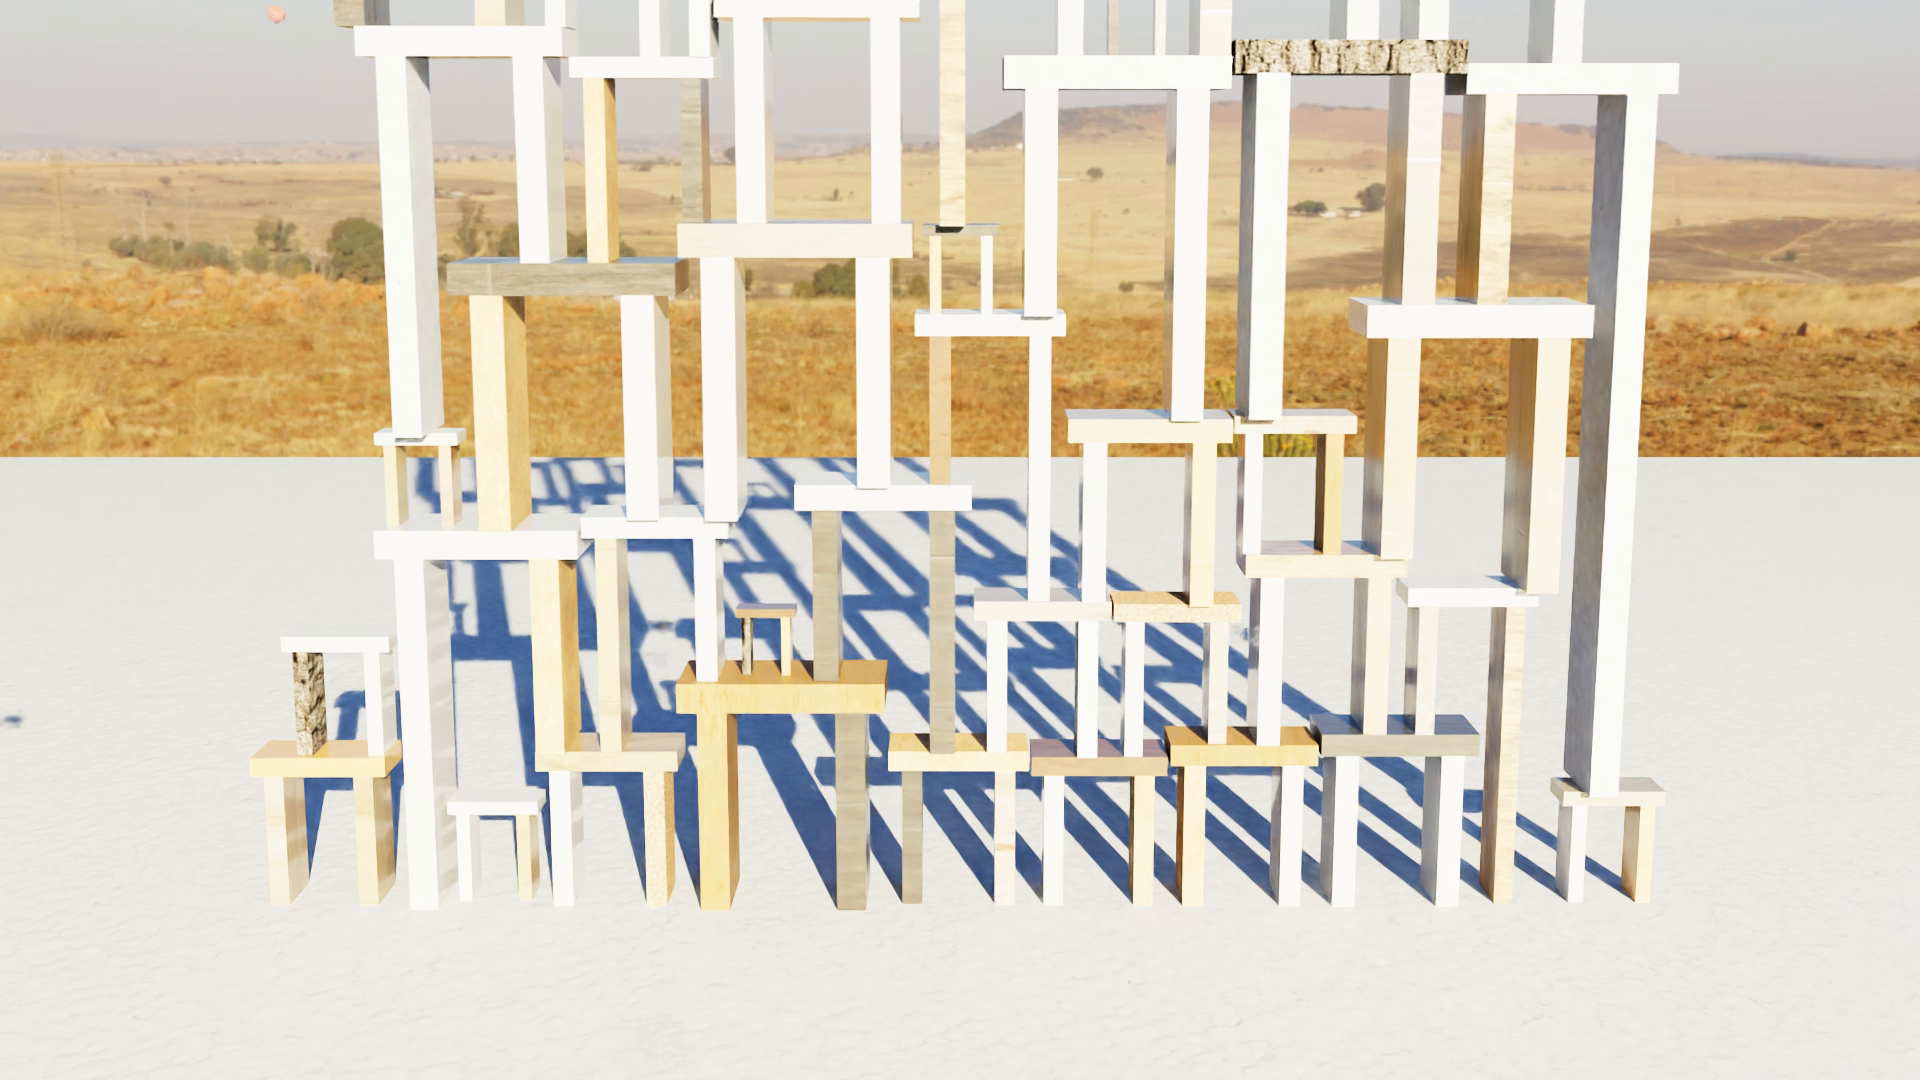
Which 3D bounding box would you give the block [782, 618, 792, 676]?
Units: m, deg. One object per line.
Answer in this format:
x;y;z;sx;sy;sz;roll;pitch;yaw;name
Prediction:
-0.283;0.169;3.592;0.014;0.096;0.048;0;11;0;block

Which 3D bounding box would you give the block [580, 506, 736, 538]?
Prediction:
-0.485;-0.030;3.551;0.234;0.033;0.117;0;11;0;block

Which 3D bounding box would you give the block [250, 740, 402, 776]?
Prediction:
-1.044;0.360;3.625;0.219;0.031;0.109;0;11;0;block

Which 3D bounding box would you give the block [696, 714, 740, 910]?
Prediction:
-0.399;0.426;3.639;0.047;0.333;0.167;0;11;0;block

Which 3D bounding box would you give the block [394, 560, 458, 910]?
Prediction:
-0.875;0.303;3.619;0.046;0.583;0.161;0;11;0;block

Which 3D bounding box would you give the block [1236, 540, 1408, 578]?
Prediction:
0.585;0.030;3.570;0.258;0.037;0.129;0;11;0;block

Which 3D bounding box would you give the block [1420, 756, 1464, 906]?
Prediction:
0.799;0.464;3.646;0.036;0.256;0.128;0;11;0;block

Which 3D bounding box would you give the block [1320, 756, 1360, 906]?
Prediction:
0.628;0.464;3.646;0.036;0.256;0.128;0;11;0;block

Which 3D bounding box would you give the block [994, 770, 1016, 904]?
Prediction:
0.074;0.477;3.653;0.032;0.228;0.114;0;11;0;block

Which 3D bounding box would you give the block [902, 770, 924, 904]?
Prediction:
-0.078;0.477;3.653;0.032;0.228;0.114;0;11;0;block

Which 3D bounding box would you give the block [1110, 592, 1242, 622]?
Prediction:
0.349;0.108;3.579;0.203;0.029;0.102;0;11;0;block

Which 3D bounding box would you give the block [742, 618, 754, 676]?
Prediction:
-0.347;0.169;3.592;0.014;0.096;0.048;0;11;0;block

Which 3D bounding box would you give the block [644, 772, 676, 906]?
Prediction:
-0.497;0.478;3.645;0.033;0.230;0.115;0;11;0;block

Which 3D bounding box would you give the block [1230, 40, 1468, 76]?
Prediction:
0.594;-0.749;3.420;0.352;0.050;0.176;0;11;0;block

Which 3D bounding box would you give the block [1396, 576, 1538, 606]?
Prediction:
0.823;0.083;3.577;0.209;0.030;0.104;0;11;0;block

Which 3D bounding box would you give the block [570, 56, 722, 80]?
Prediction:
-0.488;-0.735;3.425;0.221;0.031;0.110;0;11;1;block

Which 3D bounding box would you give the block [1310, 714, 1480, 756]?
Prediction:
0.713;0.321;3.619;0.256;0.036;0.128;0;11;0;block

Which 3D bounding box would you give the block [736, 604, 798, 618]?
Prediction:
-0.315;0.115;3.582;0.096;0.014;0.048;0;11;0;block

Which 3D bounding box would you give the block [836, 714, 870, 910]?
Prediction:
-0.177;0.426;3.639;0.047;0.333;0.166;0;11;0;block

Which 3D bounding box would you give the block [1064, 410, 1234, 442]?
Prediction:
0.300;-0.183;3.520;0.258;0.037;0.129;0;11;0;block

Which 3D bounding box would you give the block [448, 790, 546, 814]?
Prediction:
-0.767;0.434;3.644;0.148;0.021;0.074;0;11;0;block

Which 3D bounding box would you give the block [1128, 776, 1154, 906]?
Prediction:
0.300;0.482;3.648;0.031;0.221;0.110;0;11;0;block

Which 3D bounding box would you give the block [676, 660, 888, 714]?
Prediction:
-0.288;0.239;3.605;0.333;0.047;0.167;0;11;0;block

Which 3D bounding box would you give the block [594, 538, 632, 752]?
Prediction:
-0.564;0.160;3.587;0.033;0.352;0.117;0;11;0;block

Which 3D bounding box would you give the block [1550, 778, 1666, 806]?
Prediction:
1.070;0.415;3.634;0.167;0.024;0.083;0;11;0;block

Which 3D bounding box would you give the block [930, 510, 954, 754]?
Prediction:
-0.028;0.137;3.589;0.040;0.400;0.140;0;11;0;block

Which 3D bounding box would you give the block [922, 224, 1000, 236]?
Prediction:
0.002;-0.489;3.468;0.121;0.017;0.060;0;11;0;block

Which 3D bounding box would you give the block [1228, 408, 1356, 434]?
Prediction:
0.531;-0.191;3.526;0.193;0.027;0.097;0;11;0;block

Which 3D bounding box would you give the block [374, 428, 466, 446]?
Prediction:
-0.865;-0.166;3.525;0.131;0.019;0.066;0;11;0;block

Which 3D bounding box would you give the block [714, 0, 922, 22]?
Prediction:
-0.217;-0.829;3.406;0.311;0.044;0.155;0;11;0;block

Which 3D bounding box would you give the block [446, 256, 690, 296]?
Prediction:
-0.617;-0.419;3.485;0.353;0.050;0.176;0;11;0;block

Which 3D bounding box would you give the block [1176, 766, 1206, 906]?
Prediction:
0.382;0.473;3.648;0.034;0.239;0.119;0;11;0;block

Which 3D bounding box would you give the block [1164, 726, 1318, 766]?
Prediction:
0.461;0.339;3.623;0.239;0.034;0.119;0;11;0;block

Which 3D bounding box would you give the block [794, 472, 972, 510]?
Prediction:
-0.122;-0.079;3.549;0.280;0.040;0.140;0;11;0;block

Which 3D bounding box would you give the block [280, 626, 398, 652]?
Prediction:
-1.009;0.161;3.593;0.174;0.025;0.087;0;11;0;block

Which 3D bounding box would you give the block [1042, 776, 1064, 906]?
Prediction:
0.153;0.482;3.648;0.031;0.221;0.110;0;11;0;block

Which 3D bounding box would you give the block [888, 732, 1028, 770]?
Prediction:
-0.002;0.349;3.629;0.228;0.032;0.114;0;11;0;block

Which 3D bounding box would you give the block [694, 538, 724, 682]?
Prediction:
-0.407;0.102;3.576;0.033;0.234;0.117;0;11;0;block

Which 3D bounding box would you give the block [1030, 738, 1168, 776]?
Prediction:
0.227;0.358;3.625;0.221;0.031;0.110;0;11;0;block

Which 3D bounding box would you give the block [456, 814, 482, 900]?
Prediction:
-0.817;0.517;3.660;0.021;0.148;0.074;0;11;0;block

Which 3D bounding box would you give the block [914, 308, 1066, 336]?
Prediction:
0.048;-0.346;3.496;0.236;0.033;0.118;0;11;0;block

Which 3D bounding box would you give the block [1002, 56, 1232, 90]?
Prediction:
0.240;-0.726;3.423;0.346;0.049;0.173;0;11;0;block

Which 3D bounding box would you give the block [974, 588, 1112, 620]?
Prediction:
0.133;0.104;3.575;0.220;0.031;0.110;0;11;0;block

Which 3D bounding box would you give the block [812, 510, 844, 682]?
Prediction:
-0.215;0.078;3.578;0.040;0.280;0.140;0;10;0;block

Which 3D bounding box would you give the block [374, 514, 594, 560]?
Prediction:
-0.768;-0.006;3.561;0.321;0.046;0.161;0;11;0;block

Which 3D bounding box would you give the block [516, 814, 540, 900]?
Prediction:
-0.718;0.517;3.660;0.021;0.148;0.074;0;11;0;block

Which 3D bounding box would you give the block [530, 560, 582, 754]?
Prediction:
-0.660;0.174;3.595;0.046;0.321;0.161;0;10;0;block

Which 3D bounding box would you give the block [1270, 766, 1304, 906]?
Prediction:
0.541;0.473;3.648;0.034;0.239;0.119;0;11;0;block

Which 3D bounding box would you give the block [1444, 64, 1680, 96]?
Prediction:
0.934;-0.718;3.431;0.321;0.046;0.161;0;11;0;block

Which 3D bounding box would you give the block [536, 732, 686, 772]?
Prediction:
-0.574;0.349;3.622;0.229;0.033;0.115;0;11;0;block

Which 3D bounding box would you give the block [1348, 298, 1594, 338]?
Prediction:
0.806;-0.354;3.490;0.349;0.049;0.175;0;11;0;block

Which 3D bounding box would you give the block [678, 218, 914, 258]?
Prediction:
-0.254;-0.477;3.470;0.360;0.051;0.180;0;11;0;block

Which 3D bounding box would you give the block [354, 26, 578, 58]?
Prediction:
-0.761;-0.771;3.412;0.313;0.044;0.157;0;11;0;block

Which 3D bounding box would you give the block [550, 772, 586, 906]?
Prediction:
-0.650;0.478;3.645;0.033;0.229;0.115;0;11;0;block
